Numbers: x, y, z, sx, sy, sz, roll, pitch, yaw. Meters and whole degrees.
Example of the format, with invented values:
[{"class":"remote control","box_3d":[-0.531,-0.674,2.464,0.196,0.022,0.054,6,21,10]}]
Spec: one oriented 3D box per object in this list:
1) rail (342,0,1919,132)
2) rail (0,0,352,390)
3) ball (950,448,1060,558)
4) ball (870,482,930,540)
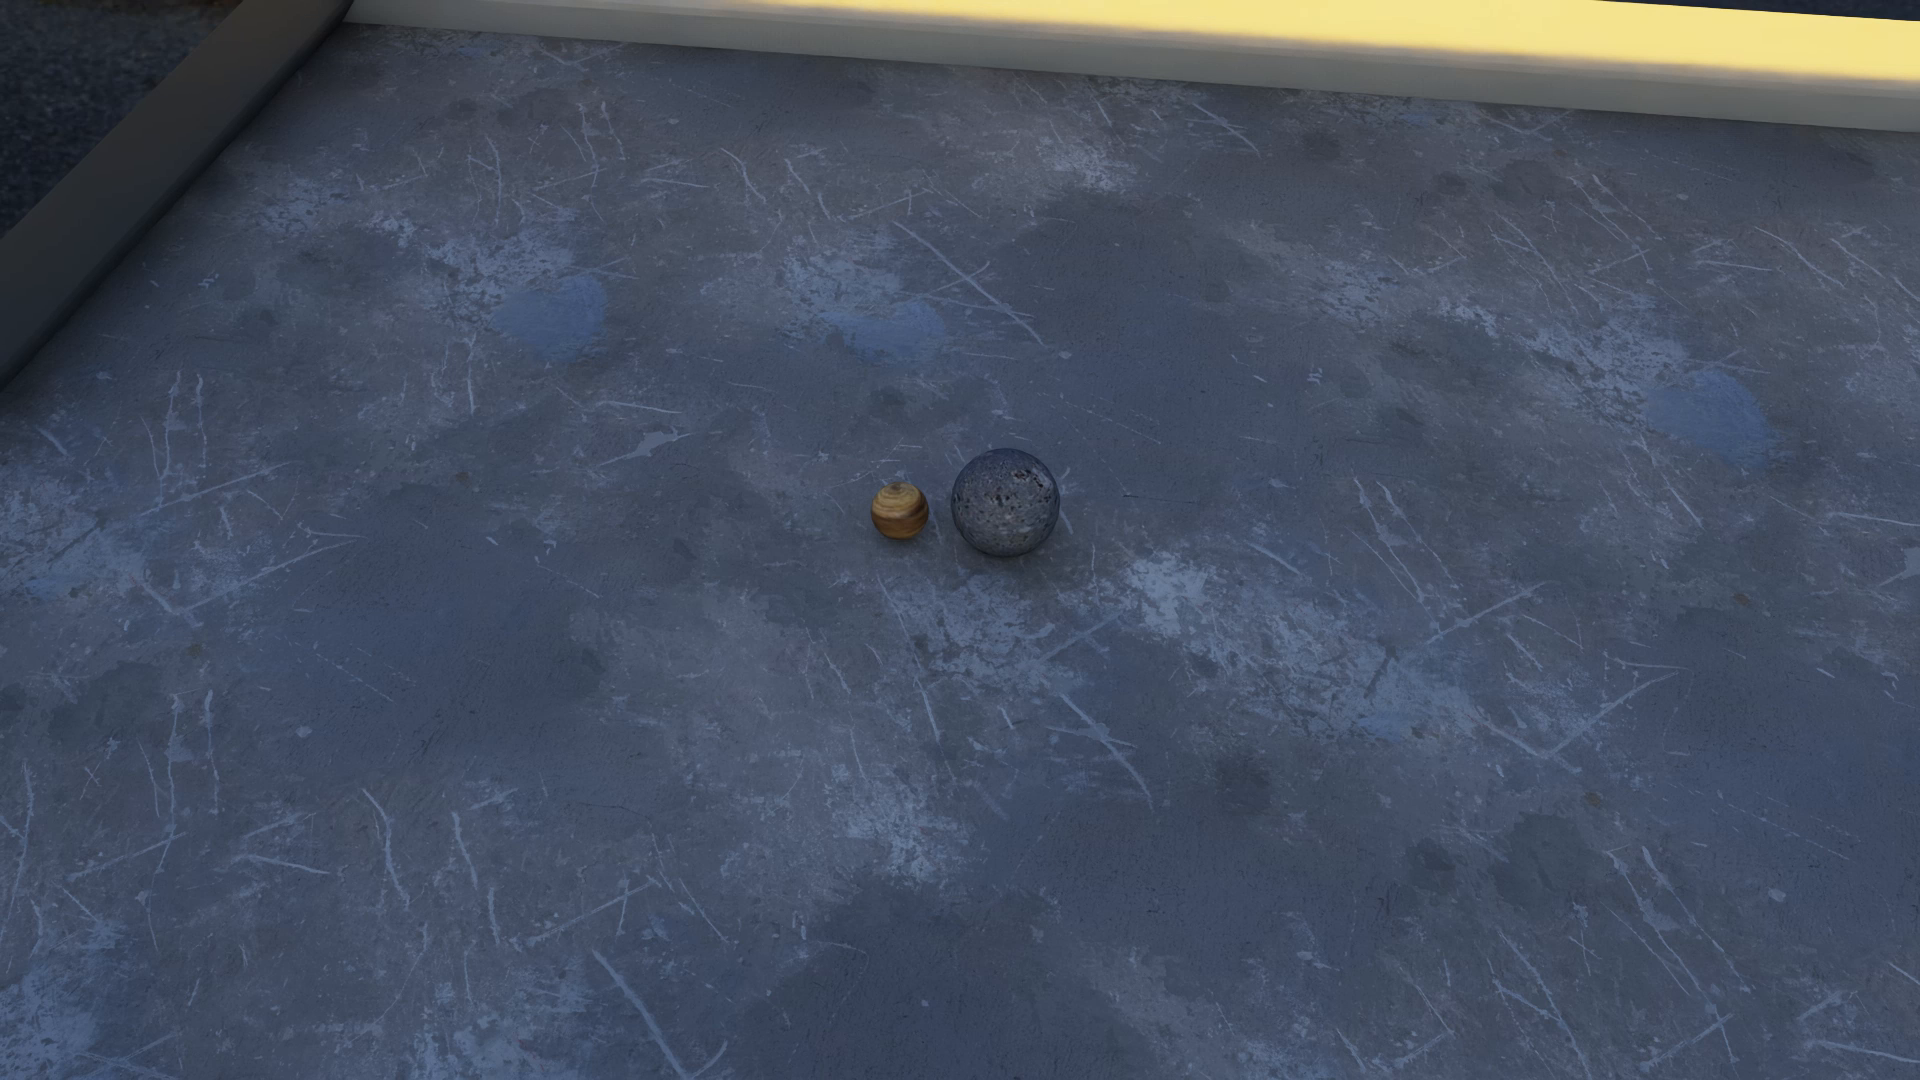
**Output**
[{"class":"rail","box_3d":[0.985,-0.444,2.529,3.386,0.116,0.045,6,35,8]},{"class":"rail","box_3d":[-0.811,-0.100,2.029,0.045,0.116,1.847,6,35,8]},{"class":"ball","box_3d":[0.035,-0.028,1.955,0.084,0.084,0.084,0,35,0]},{"class":"ball","box_3d":[-0.046,-0.022,1.980,0.045,0.045,0.045,0,35,0]}]
